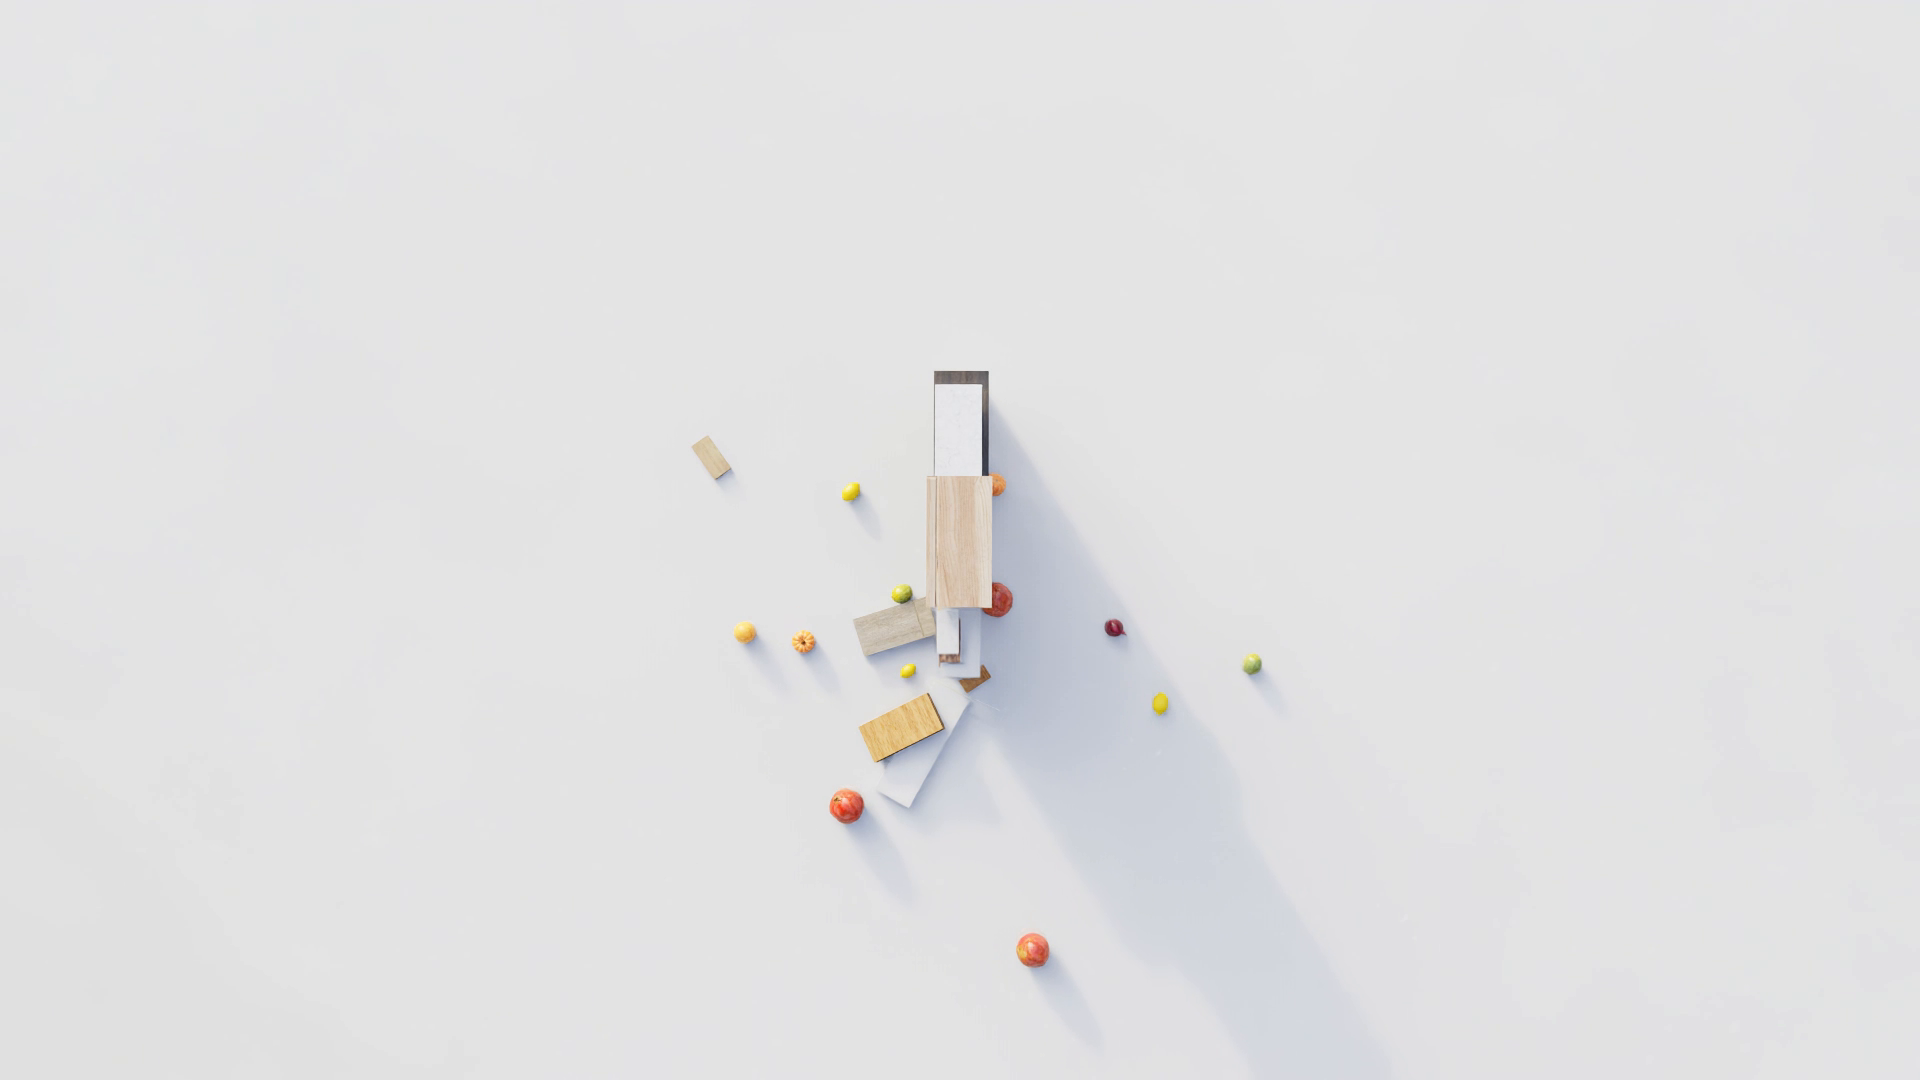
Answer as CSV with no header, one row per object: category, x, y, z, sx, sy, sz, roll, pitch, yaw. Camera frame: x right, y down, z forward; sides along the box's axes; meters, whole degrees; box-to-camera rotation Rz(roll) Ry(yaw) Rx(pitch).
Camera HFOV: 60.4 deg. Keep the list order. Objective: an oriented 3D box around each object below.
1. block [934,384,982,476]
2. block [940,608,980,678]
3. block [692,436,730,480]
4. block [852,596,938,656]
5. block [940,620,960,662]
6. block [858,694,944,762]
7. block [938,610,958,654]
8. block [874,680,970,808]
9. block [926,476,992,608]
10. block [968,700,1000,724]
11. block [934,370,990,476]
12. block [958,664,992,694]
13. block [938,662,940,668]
block,-0.005,-0.306,4.678,0.133,0.038,0.265,0,90,0
block,0.002,0.309,5.232,0.125,0.035,0.249,0,90,0
block,-0.828,-0.275,5.490,0.067,0.019,0.135,-35,90,0
block,-0.214,0.286,5.482,0.257,0.036,0.129,-17,90,0
block,-0.032,0.318,5.205,0.067,0.019,0.135,1,90,0
block,-0.192,0.621,5.450,0.257,0.036,0.129,-27,78,8
block,-0.038,0.289,5.185,0.068,0.019,0.135,0,90,0
block,-0.125,0.677,5.482,0.129,0.036,0.412,29,90,0
block,-0.002,0.004,4.365,0.173,0.049,0.347,0,90,0
block,0.081,0.572,5.493,0.099,0.014,0.050,24,90,0
block,0.004,-0.354,5.135,0.171,0.048,0.341,0,90,0
block,0.050,0.463,5.493,0.099,0.014,0.050,-34,90,0
block,-0.004,0.386,5.375,0.125,0.249,0.035,2,92,0
